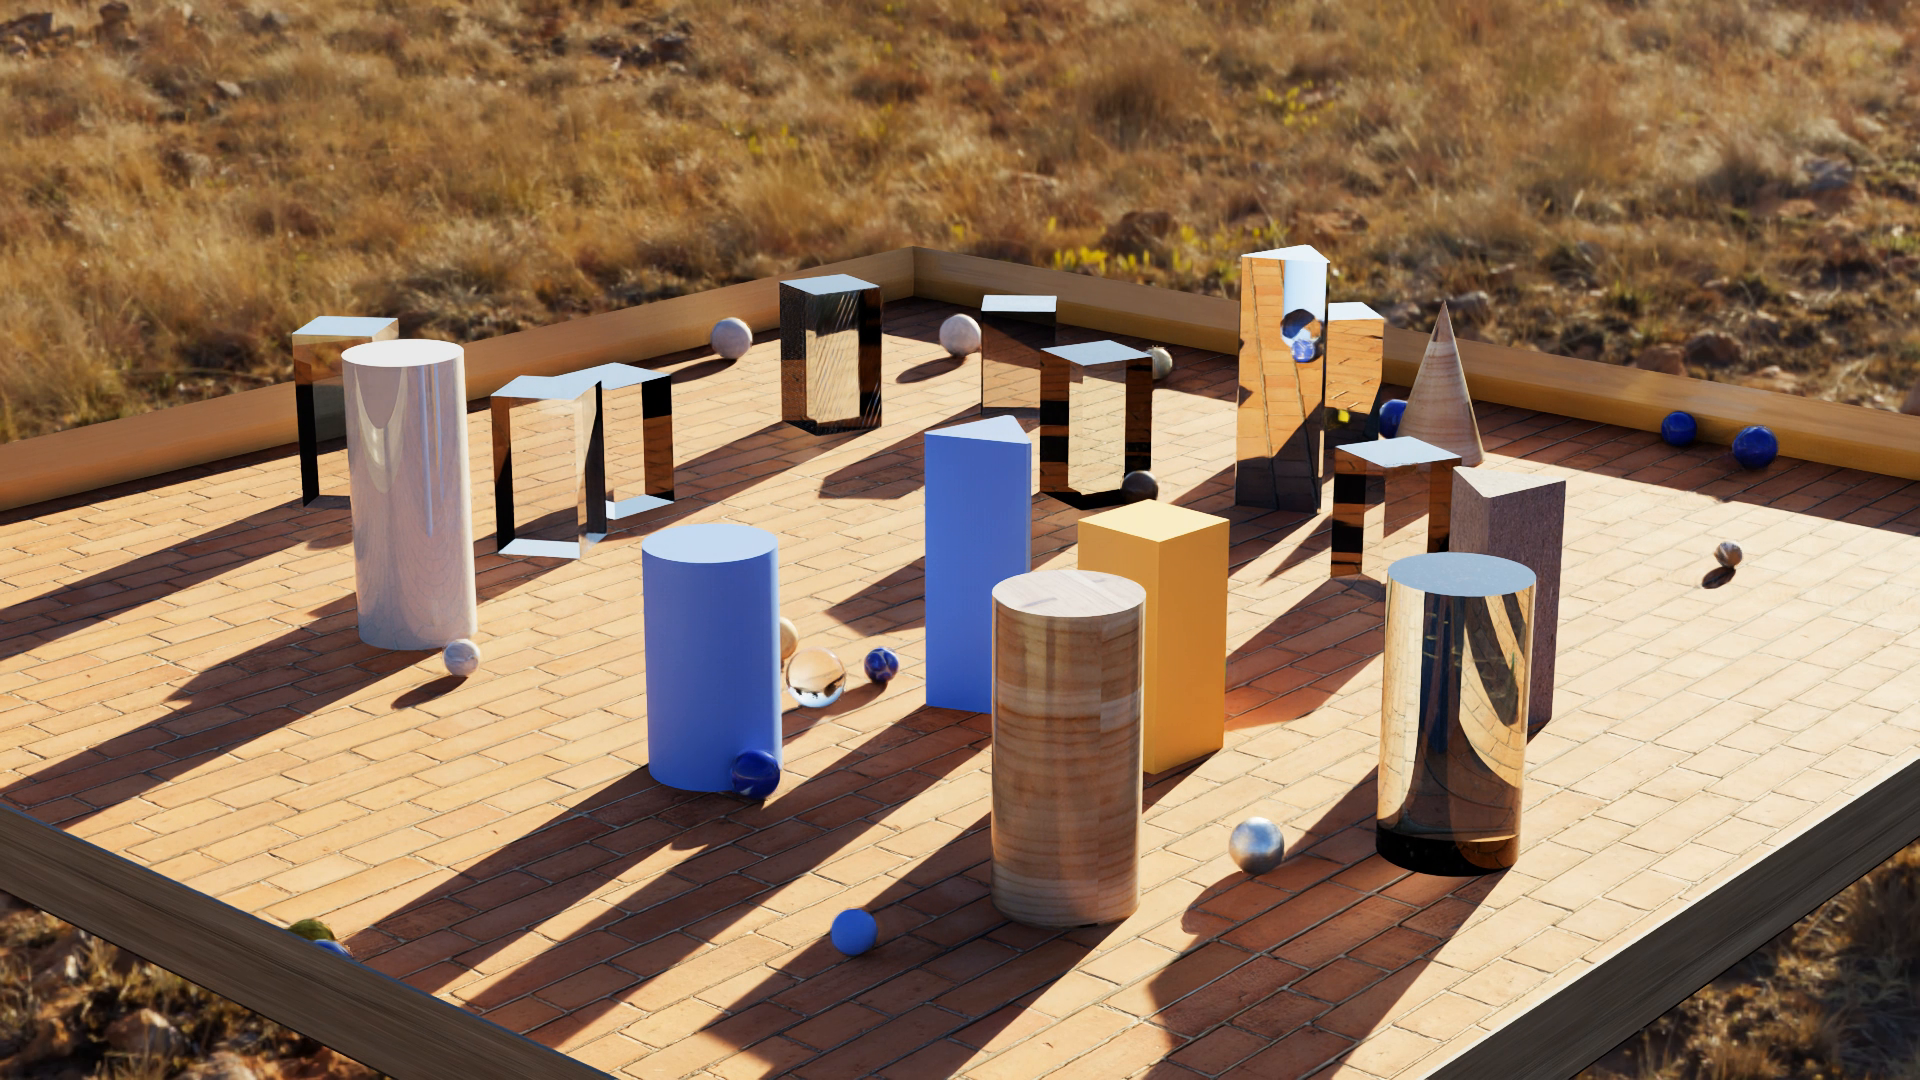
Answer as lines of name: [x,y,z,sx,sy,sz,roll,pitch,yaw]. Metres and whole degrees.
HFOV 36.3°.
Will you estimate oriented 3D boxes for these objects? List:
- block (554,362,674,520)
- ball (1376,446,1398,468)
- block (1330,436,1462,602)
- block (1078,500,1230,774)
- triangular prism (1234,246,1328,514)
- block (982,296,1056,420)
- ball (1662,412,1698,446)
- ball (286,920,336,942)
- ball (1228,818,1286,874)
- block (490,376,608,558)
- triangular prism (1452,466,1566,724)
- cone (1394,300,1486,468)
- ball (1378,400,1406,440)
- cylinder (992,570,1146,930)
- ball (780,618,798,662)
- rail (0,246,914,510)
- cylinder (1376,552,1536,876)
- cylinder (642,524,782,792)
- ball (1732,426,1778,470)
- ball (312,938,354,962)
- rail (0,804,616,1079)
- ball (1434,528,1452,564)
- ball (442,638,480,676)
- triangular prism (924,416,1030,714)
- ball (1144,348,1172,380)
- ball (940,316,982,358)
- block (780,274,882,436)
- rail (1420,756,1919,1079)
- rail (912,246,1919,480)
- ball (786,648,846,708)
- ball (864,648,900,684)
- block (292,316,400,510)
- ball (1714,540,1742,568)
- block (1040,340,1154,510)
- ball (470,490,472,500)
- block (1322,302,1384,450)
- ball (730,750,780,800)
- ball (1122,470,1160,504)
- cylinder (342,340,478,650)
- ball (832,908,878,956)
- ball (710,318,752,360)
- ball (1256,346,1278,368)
block: [-0.665,-0.193,5.650,0.158,0.254,0.158,14,22,38]
ball: [0.864,-0.169,5.935,0.046,0.046,0.046,0,17,0]
block: [0.765,-0.038,5.158,0.158,0.243,0.158,-8,19,-25]
block: [0.285,0.142,4.363,0.158,0.357,0.158,16,23,42]
triangular prism: [0.639,-0.313,5.644,0.171,0.489,0.148,7,18,22]
block: [0.128,-0.397,6.359,0.158,0.237,0.158,1,17,3]
ball: [1.494,-0.230,6.089,0.074,0.074,0.074,0,17,0]
ball: [-0.811,0.507,3.651,0.069,0.069,0.069,0,17,0]
ball: [0.400,0.412,3.954,0.076,0.076,0.076,0,17,0]
block: [-0.754,-0.136,5.387,0.158,0.297,0.158,3,17,11]
triangular prism: [0.803,0.089,4.492,0.171,0.384,0.148,-12,21,-35]
cone: [0.978,-0.329,5.968,0.197,0.332,0.197,0,17,0]
ball: [0.913,-0.247,6.114,0.091,0.091,0.091,0,17,0]
cylinder: [0.140,0.271,3.813,0.197,0.426,0.197,0,17,0]
ball: [-0.301,0.162,4.786,0.074,0.074,0.074,0,17,0]
rail: [-1.291,-0.291,6.193,0.045,0.128,3.624,14,22,39]
cylinder: [0.672,0.235,3.983,0.197,0.397,0.197,0,17,0]
cylinder: [-0.361,0.170,4.288,0.197,0.347,0.197,0,17,0]
ball: [1.603,-0.185,5.912,0.088,0.088,0.088,0,17,0]
ball: [-0.777,0.525,3.575,0.077,0.077,0.077,0,17,0]
rail: [-1.172,0.422,3.827,3.467,0.128,0.045,14,22,39]
ball: [0.889,0.012,5.296,0.066,0.066,0.066,0,17,0]
ball: [-0.802,0.189,4.719,0.060,0.060,0.060,0,17,0]
triangular prism: [0.052,0.036,4.570,0.171,0.440,0.148,6,18,20]
ball: [0.444,-0.399,6.652,0.072,0.072,0.072,0,17,0]
ball: [0.000,-0.478,6.867,0.098,0.098,0.098,0,17,0]
block: [-0.275,-0.395,6.237,0.158,0.303,0.158,-10,19,-30]
rail: [1.291,0.356,4.047,0.045,0.128,3.624,14,22,39]
rail: [1.172,-0.358,6.413,3.467,0.128,0.045,14,22,39]
ball: [-0.225,0.215,4.575,0.095,0.095,0.095,0,17,0]
ball: [-0.126,0.201,4.686,0.058,0.058,0.058,0,17,0]
block: [-1.179,-0.246,5.674,0.158,0.343,0.158,2,17,7]
ball: [1.386,0.025,5.284,0.049,0.049,0.049,0,17,0]
block: [0.263,-0.225,5.700,0.158,0.287,0.158,-9,19,-28]
ball: [-0.969,-0.082,5.595,0.075,0.075,0.075,0,17,0]
block: [0.778,-0.342,6.111,0.158,0.274,0.158,-3,17,-9]
ball: [-0.293,0.337,4.207,0.073,0.073,0.073,0,17,0]
ball: [0.348,-0.098,5.649,0.074,0.074,0.074,0,17,0]
cylinder: [-0.913,-0.076,4.872,0.197,0.481,0.197,0,17,0]
ball: [-0.133,0.495,3.707,0.058,0.058,0.058,0,17,0]
ball: [-0.535,-0.471,6.847,0.096,0.096,0.096,0,17,0]
ball: [0.711,-0.424,6.773,0.050,0.050,0.050,0,17,0]
